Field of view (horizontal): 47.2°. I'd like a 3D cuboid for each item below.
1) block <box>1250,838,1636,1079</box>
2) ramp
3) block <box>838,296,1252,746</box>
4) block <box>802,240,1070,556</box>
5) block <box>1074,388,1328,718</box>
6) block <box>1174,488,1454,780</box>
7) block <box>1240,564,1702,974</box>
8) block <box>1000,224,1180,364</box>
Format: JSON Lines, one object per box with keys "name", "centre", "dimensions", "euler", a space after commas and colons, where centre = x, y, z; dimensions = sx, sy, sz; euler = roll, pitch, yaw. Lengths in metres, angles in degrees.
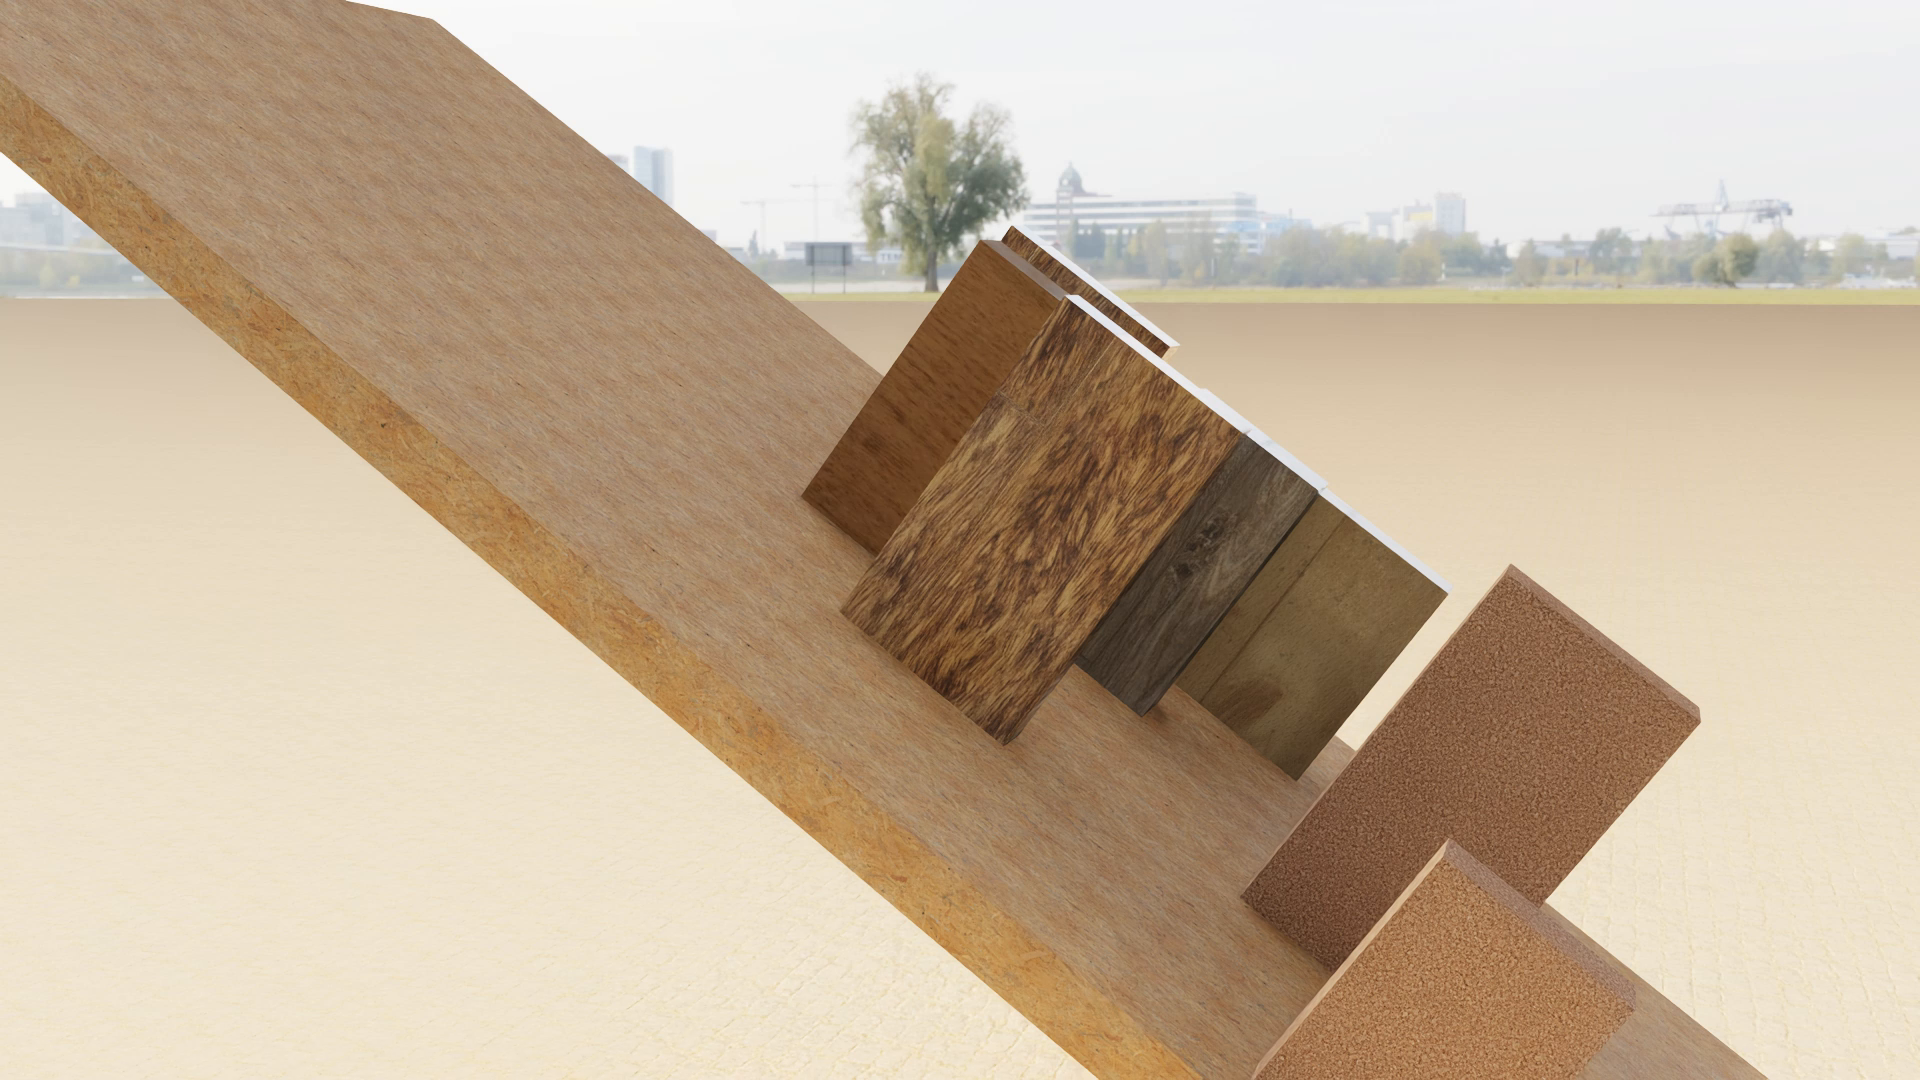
{"name": "block", "centre": [0.652, 0.677, 2.992], "dimensions": [0.312, 0.431, 0.104], "euler": [39, 16, 9]}
{"name": "ramp", "centre": [-0.062, 0.124, 4.069], "dimensions": [4.000, 0.100, 2.000], "euler": [39, 16, 9]}
{"name": "block", "centre": [0.130, -0.029, 3.542], "dimensions": [0.353, 0.641, 0.088], "euler": [39, 16, 9]}
{"name": "block", "centre": [-0.011, -0.230, 3.953], "dimensions": [0.254, 0.573, 0.124], "euler": [39, 16, 9]}
{"name": "block", "centre": [0.403, 0.023, 4.147], "dimensions": [0.294, 0.544, 0.142], "euler": [39, 16, 9]}
{"name": "block", "centre": [0.656, 0.150, 4.421], "dimensions": [0.445, 0.486, 0.112], "euler": [39, 16, 9]}
{"name": "block", "centre": [0.822, 0.429, 3.575], "dimensions": [0.372, 0.695, 0.124], "euler": [39, 16, 9]}
{"name": "block", "centre": [0.149, -0.349, 4.767], "dimensions": [0.430, 0.502, 0.110], "euler": [39, 16, 9]}
